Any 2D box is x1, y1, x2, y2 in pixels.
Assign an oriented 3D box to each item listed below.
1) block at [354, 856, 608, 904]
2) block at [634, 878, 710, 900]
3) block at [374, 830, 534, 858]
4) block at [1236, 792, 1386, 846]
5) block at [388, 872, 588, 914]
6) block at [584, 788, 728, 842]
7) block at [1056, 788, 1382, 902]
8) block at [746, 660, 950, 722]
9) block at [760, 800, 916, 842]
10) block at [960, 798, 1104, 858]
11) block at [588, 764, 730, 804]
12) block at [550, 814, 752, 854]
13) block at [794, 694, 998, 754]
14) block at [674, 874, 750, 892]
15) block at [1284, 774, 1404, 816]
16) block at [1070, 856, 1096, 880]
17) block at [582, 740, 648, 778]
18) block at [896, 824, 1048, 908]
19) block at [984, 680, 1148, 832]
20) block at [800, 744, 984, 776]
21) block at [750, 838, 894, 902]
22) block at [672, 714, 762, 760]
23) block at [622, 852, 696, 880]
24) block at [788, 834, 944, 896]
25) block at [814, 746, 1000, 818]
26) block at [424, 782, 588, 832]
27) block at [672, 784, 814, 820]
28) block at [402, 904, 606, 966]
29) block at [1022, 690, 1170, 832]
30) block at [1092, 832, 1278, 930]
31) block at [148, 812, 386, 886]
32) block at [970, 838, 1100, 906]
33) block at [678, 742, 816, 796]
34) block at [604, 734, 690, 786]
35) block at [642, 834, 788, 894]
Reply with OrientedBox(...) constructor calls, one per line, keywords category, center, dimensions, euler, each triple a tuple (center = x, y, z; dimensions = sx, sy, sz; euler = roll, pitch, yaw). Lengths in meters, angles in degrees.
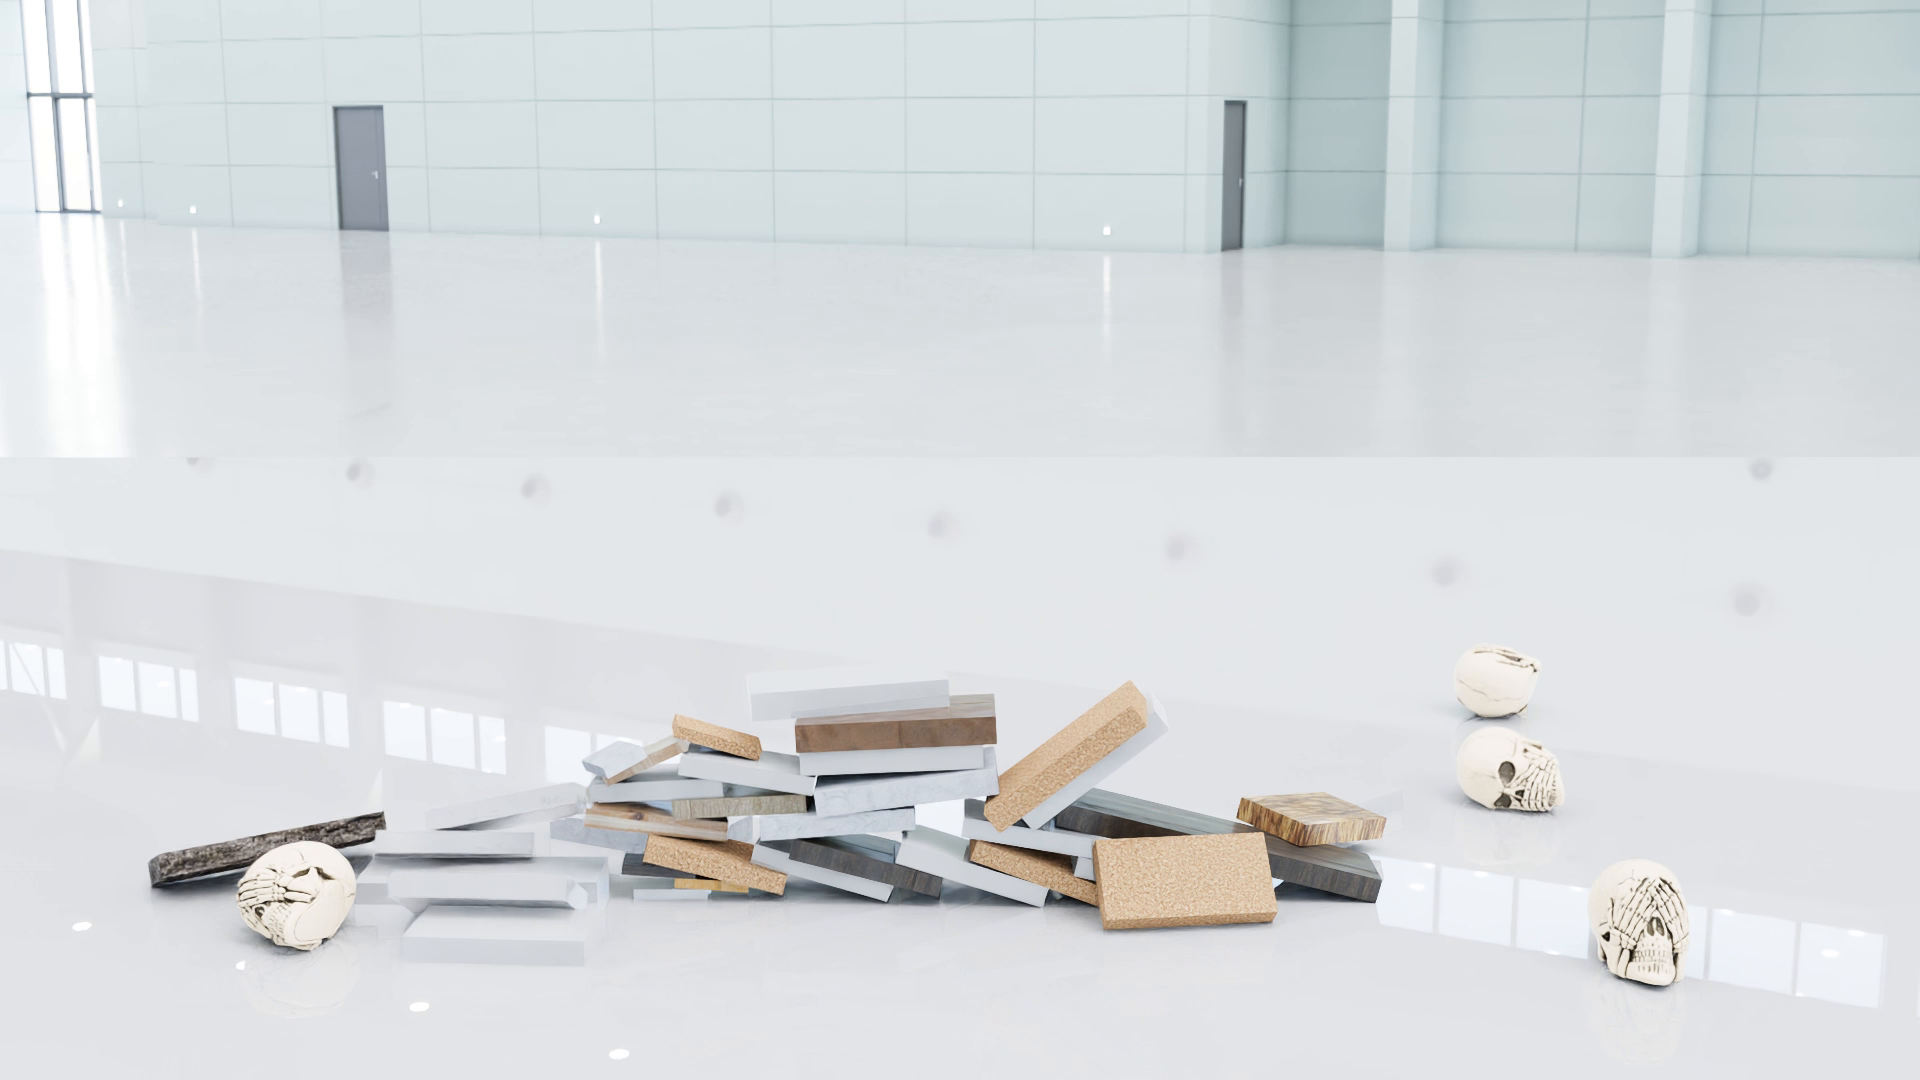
OrientedBox(category="block", center=(-0.797, 0.569, 3.681), dimensions=(0.398, 0.037, 0.130), euler=(0, 11, -1))
OrientedBox(category="block", center=(-0.480, 0.581, 3.670), dimensions=(0.122, 0.017, 0.061), euler=(0, 11, 0))
OrientedBox(category="block", center=(-0.862, 0.521, 3.745), dimensions=(0.259, 0.037, 0.130), euler=(3, -14, -14))
OrientedBox(category="block", center=(0.614, 0.484, 3.829), dimensions=(0.135, 0.038, 0.270), euler=(21, 10, 40))
OrientedBox(category="block", center=(-0.750, 0.566, 3.507), dimensions=(0.283, 0.040, 0.141), euler=(1, -20, 4))
OrientedBox(category="block", center=(-0.510, 0.459, 3.688), dimensions=(0.235, 0.033, 0.117), euler=(7, 10, -10))
OrientedBox(category="block", center=(0.427, 0.502, 3.679), dimensions=(0.543, 0.039, 0.139), euler=(14, 10, -2))
OrientedBox(category="block", center=(-0.191, 0.251, 3.689), dimensions=(0.326, 0.046, 0.163), euler=(-4, 9, -7))
OrientedBox(category="block", center=(-0.202, 0.455, 3.649), dimensions=(0.253, 0.036, 0.126), euler=(-4, 9, -1))
OrientedBox(category="block", center=(0.119, 0.478, 3.646), dimensions=(0.232, 0.033, 0.116), euler=(9, 10, -1))
OrientedBox(category="block", center=(-0.497, 0.404, 3.678), dimensions=(0.222, 0.031, 0.111), euler=(-3, 9, 5))
OrientedBox(category="block", center=(-0.555, 0.514, 3.952), dimensions=(0.326, 0.046, 0.163), euler=(5, 12, 26))
OrientedBox(category="block", center=(-0.104, 0.302, 3.636), dimensions=(0.326, 0.046, 0.163), euler=(-3, 9, 0))
OrientedBox(category="block", center=(-0.412, 0.565, 3.665), dimensions=(0.122, 0.017, 0.061), euler=(5, 10, -3))
OrientedBox(category="block", center=(0.685, 0.494, 4.084), dimensions=(0.270, 0.038, 0.135), euler=(-9, 14, -41))
OrientedBox(category="block", center=(0.303, 0.549, 3.653), dimensions=(0.232, 0.033, 0.116), euler=(13, 10, -3))
OrientedBox(category="block", center=(-0.573, 0.362, 3.638), dimensions=(0.073, 0.021, 0.146), euler=(-28, 10, -21))
OrientedBox(category="block", center=(0.018, 0.536, 3.651), dimensions=(0.253, 0.036, 0.126), euler=(18, 10, -5))
OrientedBox(category="block", center=(0.172, 0.351, 3.581), dimensions=(0.299, 0.042, 0.149), euler=(-37, 7, 10))
OrientedBox(category="block", center=(-0.110, 0.345, 3.650), dimensions=(0.299, 0.042, 0.149), euler=(-2, 9, 1))
OrientedBox(category="block", center=(-0.223, 0.540, 3.679), dimensions=(0.235, 0.033, 0.117), euler=(15, 9, 4))
OrientedBox(category="block", center=(-0.403, 0.327, 3.648), dimensions=(0.146, 0.021, 0.073), euler=(17, 8, -13))
OrientedBox(category="block", center=(-0.498, 0.542, 3.655), dimensions=(0.121, 0.017, 0.061), euler=(4, 10, -4))
OrientedBox(category="block", center=(-0.152, 0.526, 3.656), dimensions=(0.253, 0.036, 0.126), euler=(14, 9, -1))
OrientedBox(category="block", center=(-0.087, 0.399, 3.640), dimensions=(0.299, 0.042, 0.149), euler=(-7, 9, 1))
OrientedBox(category="block", center=(-0.765, 0.462, 3.753), dimensions=(0.259, 0.037, 0.130), euler=(-11, -14, 3))
OrientedBox(category="block", center=(-0.359, 0.429, 3.664), dimensions=(0.222, 0.031, 0.111), euler=(-3, 9, 4))
OrientedBox(category="block", center=(-0.708, 0.615, 3.424), dimensions=(0.283, 0.040, 0.141), euler=(1, 11, 4))
OrientedBox(category="block", center=(0.218, 0.361, 3.617), dimensions=(0.278, 0.039, 0.139), euler=(-38, 7, 8))
OrientedBox(category="block", center=(0.361, 0.549, 3.541), dimensions=(0.278, 0.139, 0.039), euler=(-1, -33, -8))
OrientedBox(category="block", center=(-1.175, 0.524, 3.737), dimensions=(0.370, 0.040, 0.141), euler=(-9, -9, -29))
OrientedBox(category="block", center=(0.131, 0.536, 3.646), dimensions=(0.232, 0.033, 0.116), euler=(20, 9, -4))
OrientedBox(category="block", center=(-0.348, 0.376, 3.647), dimensions=(0.222, 0.031, 0.111), euler=(9, 10, -1))
OrientedBox(category="block", center=(-0.519, 0.360, 3.641), dimensions=(0.146, 0.021, 0.073), euler=(-24, 10, 0))
OrientedBox(category="block", center=(-0.406, 0.528, 3.664), dimensions=(0.235, 0.033, 0.117), euler=(15, 9, -7))
